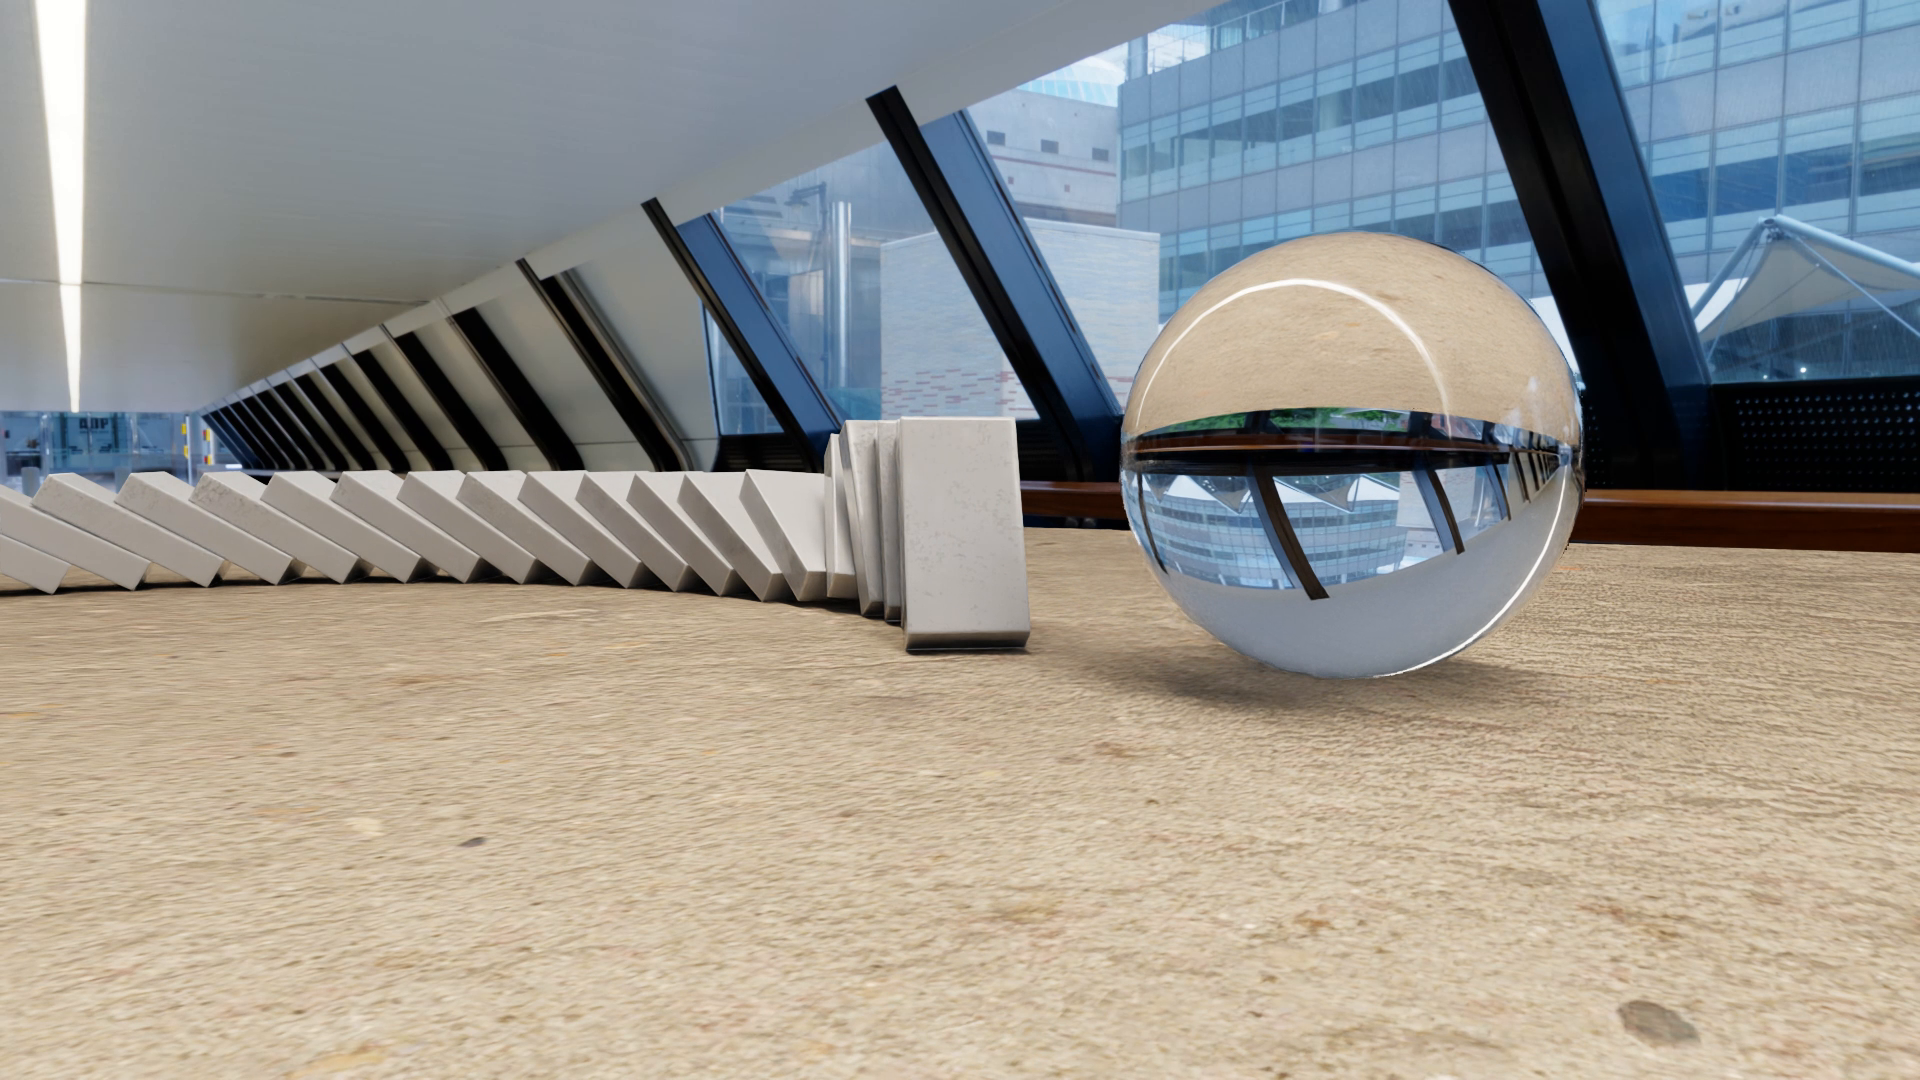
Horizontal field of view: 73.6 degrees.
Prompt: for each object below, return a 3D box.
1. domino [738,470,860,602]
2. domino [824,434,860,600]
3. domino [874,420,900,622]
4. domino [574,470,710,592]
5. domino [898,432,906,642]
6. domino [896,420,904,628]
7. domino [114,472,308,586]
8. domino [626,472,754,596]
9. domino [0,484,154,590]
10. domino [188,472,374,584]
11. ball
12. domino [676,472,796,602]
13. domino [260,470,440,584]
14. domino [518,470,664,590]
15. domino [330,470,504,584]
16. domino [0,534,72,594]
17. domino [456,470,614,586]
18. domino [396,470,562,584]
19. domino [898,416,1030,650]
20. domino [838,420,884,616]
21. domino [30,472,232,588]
[{"bbox_3d":[-0.041,-0.002,0.356,0.025,0.010,0.050,2,33,-33],"label":"domino"},{"bbox_3d":[-0.023,-0.006,0.343,0.025,0.050,0.009,8,-43,-16],"label":"domino"},{"bbox_3d":[-0.007,-0.005,0.316,0.025,0.050,0.009,-1,-24,-9],"label":"domino"},{"bbox_3d":[-0.090,-0.003,0.387,0.050,0.009,0.025,38,23,26],"label":"domino"},{"bbox_3d":[0.000,-0.003,0.284,0.025,0.050,0.010,0,-24,-6],"label":"domino"},{"bbox_3d":[-0.002,-0.005,0.305,0.025,0.050,0.010,0,-24,-6],"label":"domino"},{"bbox_3d":[-0.227,-0.004,0.392,0.050,0.010,0.025,31,-2,-12],"label":"domino"},{"bbox_3d":[-0.073,-0.003,0.377,0.050,0.010,0.025,40,27,31],"label":"domino"},{"bbox_3d":[-0.262,-0.002,0.373,0.050,0.010,0.025,31,-10,-25],"label":"domino"},{"bbox_3d":[-0.208,-0.004,0.398,0.050,0.009,0.025,31,0,-8],"label":"domino"},{"bbox_3d":[0.069,-0.015,0.232,0.080,0.080,0.080,0,4,0],"label":"ball"},{"bbox_3d":[-0.057,-0.002,0.366,0.025,0.010,0.050,-4,37,-43],"label":"domino"},{"bbox_3d":[-0.188,-0.004,0.402,0.050,0.009,0.025,31,3,-3],"label":"domino"},{"bbox_3d":[-0.109,-0.004,0.395,0.050,0.009,0.025,35,18,20],"label":"domino"},{"bbox_3d":[-0.168,-0.005,0.403,0.050,0.009,0.025,32,7,3],"label":"domino"},{"bbox_3d":[-0.278,-0.001,0.359,0.050,0.009,0.025,33,-14,-31],"label":"domino"},{"bbox_3d":[-0.129,-0.004,0.399,0.050,0.010,0.025,33,14,14],"label":"domino"},{"bbox_3d":[-0.148,-0.005,0.403,0.050,0.009,0.025,32,11,10],"label":"domino"},{"bbox_3d":[0.000,-0.002,0.273,0.025,0.050,0.009,0,-24,-6],"label":"domino"},{"bbox_3d":[-0.015,-0.006,0.327,0.025,0.050,0.010,-1,-24,-19],"label":"domino"},{"bbox_3d":[-0.245,-0.003,0.383,0.050,0.010,0.025,31,-7,-20],"label":"domino"}]
